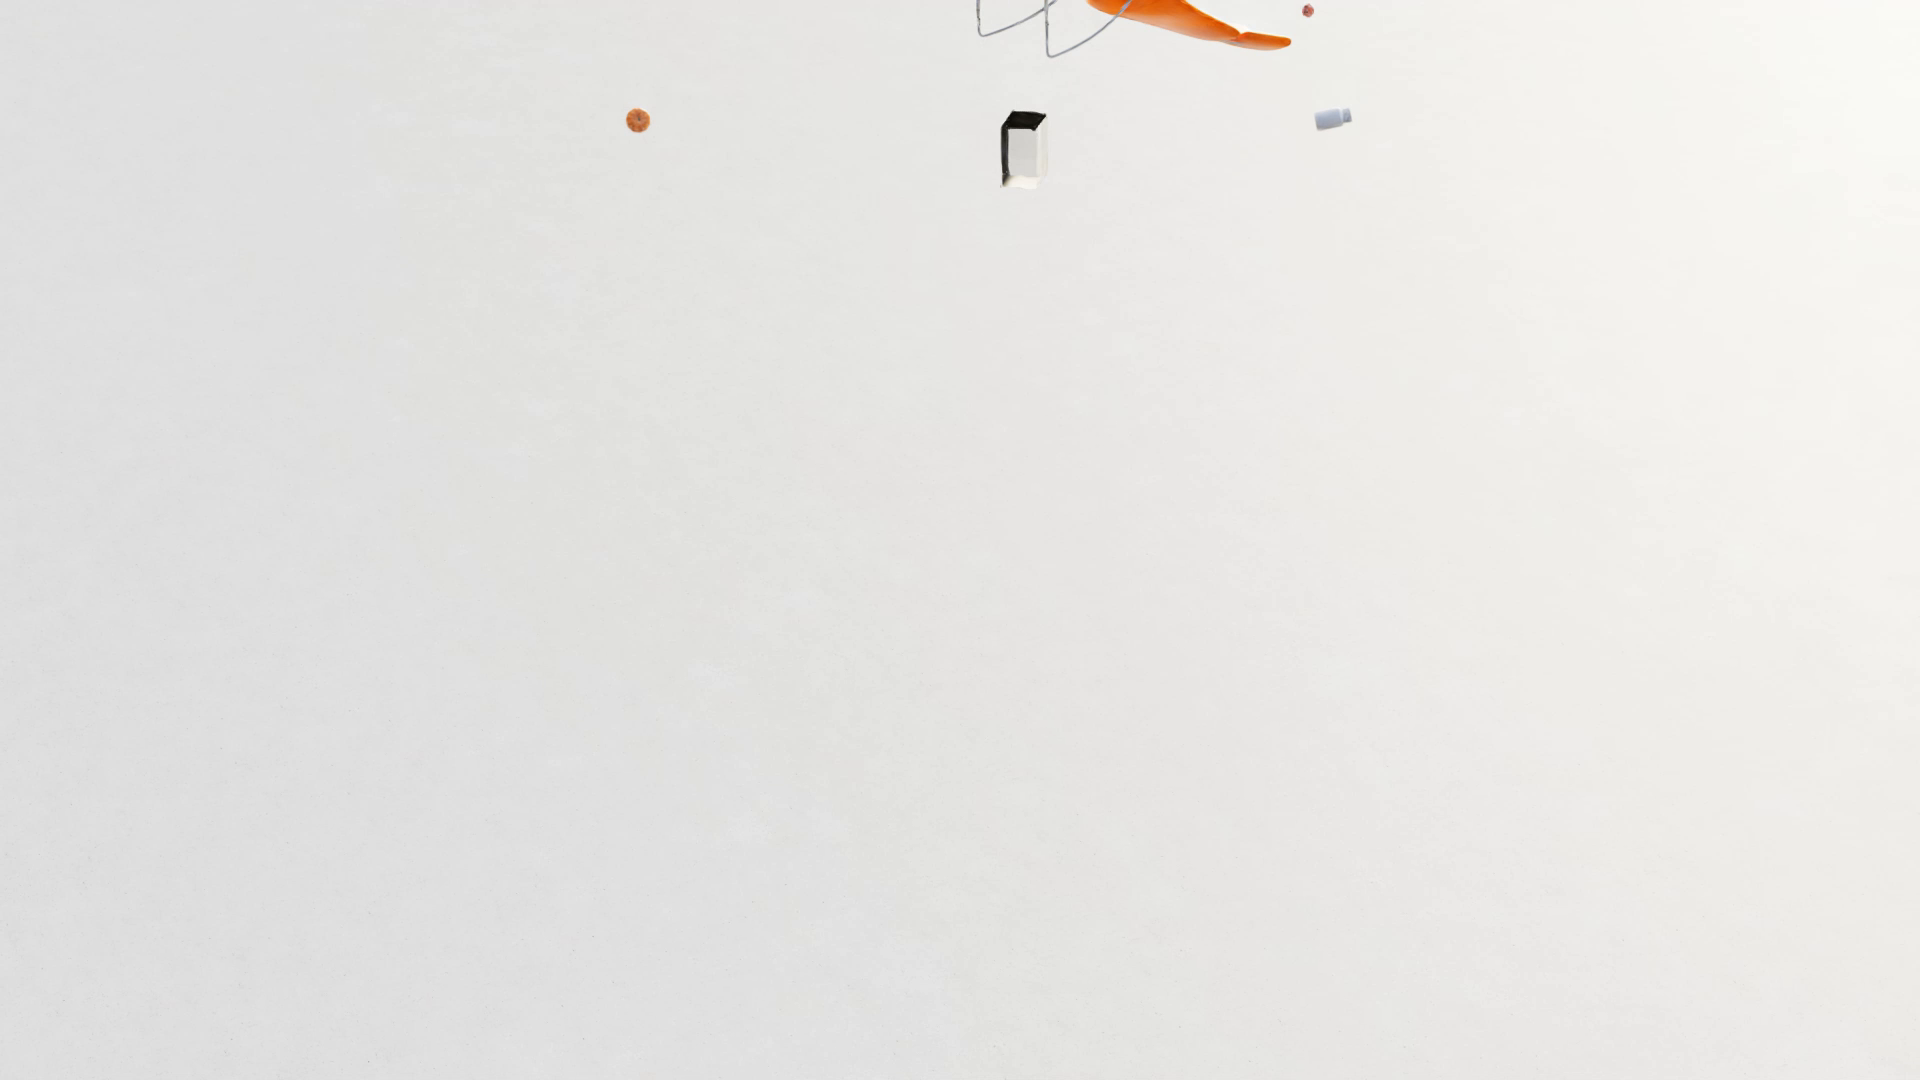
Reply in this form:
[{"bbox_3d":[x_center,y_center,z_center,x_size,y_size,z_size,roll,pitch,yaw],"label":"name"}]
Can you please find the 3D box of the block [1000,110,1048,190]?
[{"bbox_3d":[0.194,-1.172,8.806,0.109,0.189,0.136,7,32,15],"label":"block"}]
